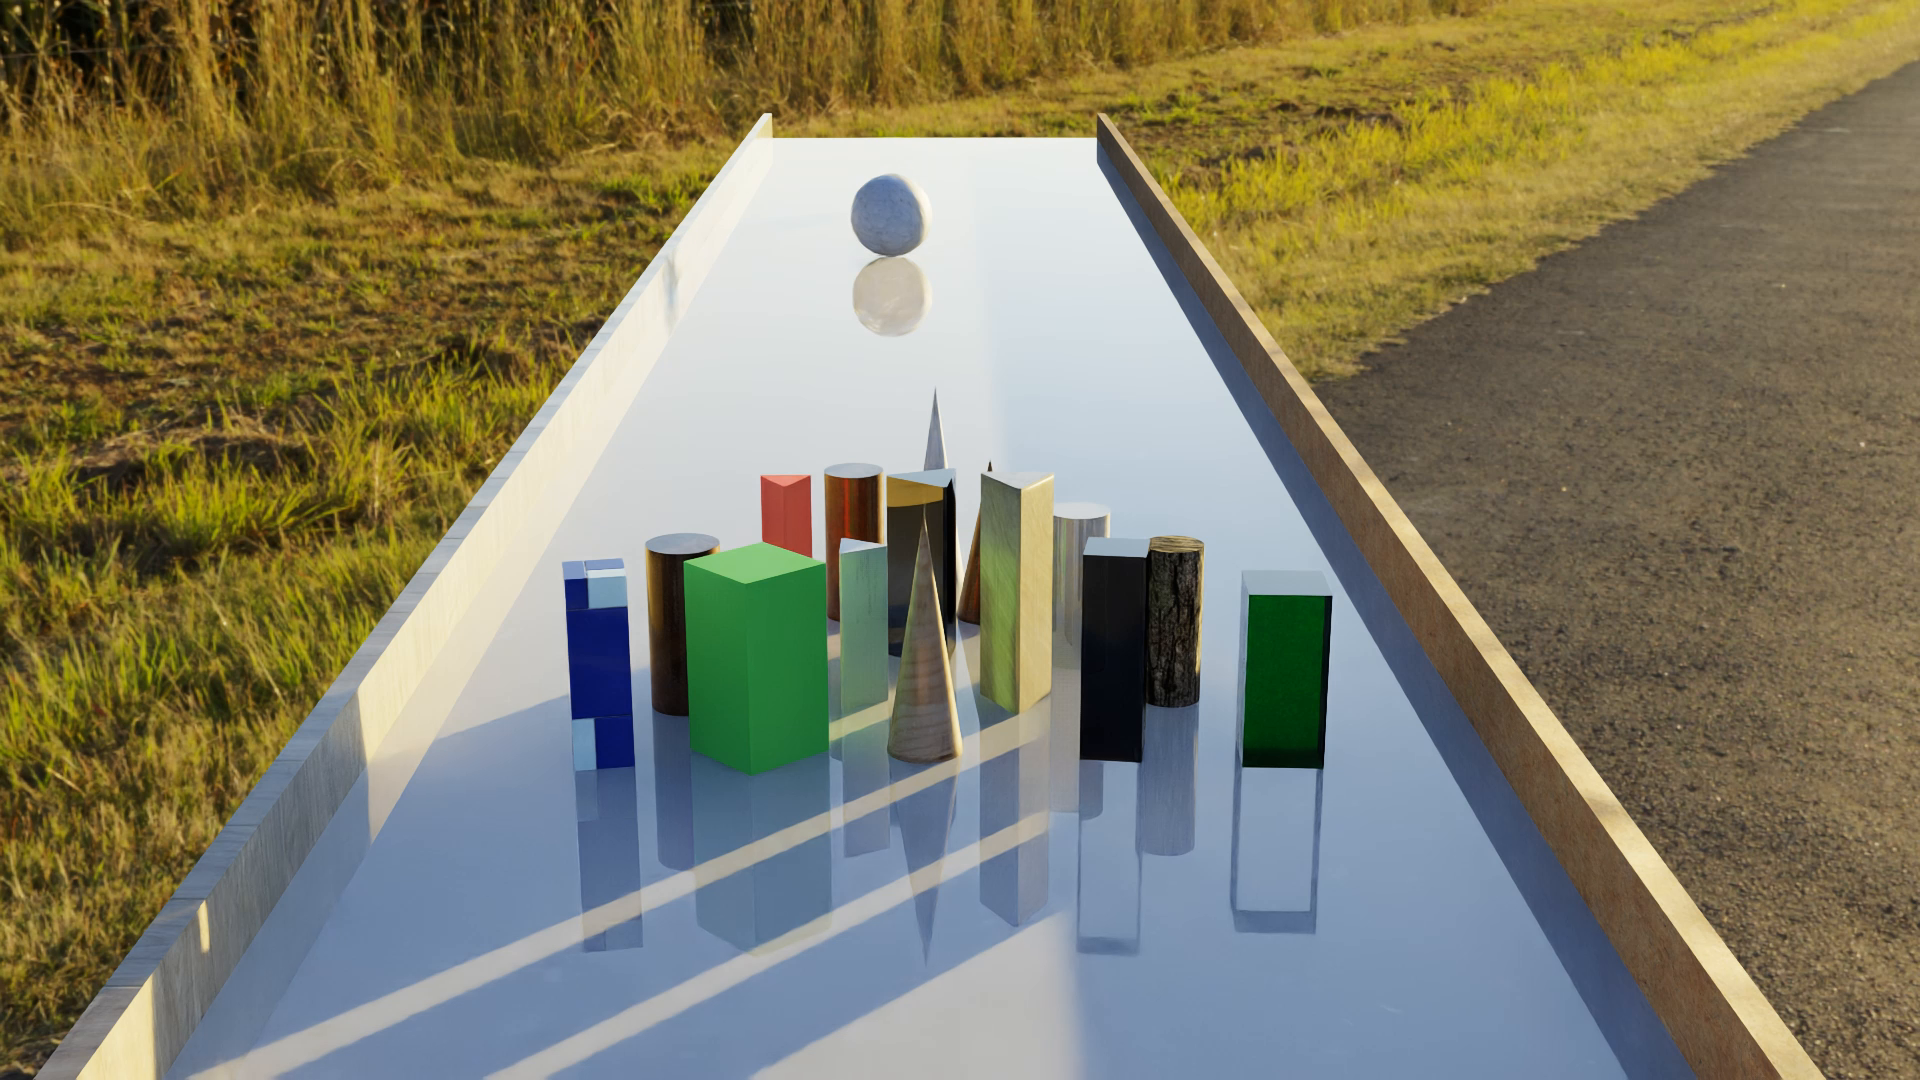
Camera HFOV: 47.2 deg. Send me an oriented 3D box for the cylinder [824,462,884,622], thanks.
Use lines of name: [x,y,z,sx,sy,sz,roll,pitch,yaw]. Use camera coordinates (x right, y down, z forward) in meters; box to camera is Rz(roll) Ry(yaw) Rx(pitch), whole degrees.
cylinder: [-0.222,0.006,4.651,0.125,0.317,0.125,0,17,0]

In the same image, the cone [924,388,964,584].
cone: [-0.053,-0.128,4.874,0.126,0.447,0.126,0,17,0]

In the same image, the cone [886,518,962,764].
cone: [-0.063,0.164,3.897,0.138,0.444,0.138,0,17,0]

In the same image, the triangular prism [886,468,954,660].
triangular prism: [-0.049,0.049,4.406,0.146,0.373,0.127,12,20,35]

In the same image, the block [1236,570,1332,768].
block: [0.572,0.228,3.898,0.143,0.320,0.143,1,17,2]

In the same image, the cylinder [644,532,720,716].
cylinder: [-0.517,0.158,4.138,0.139,0.317,0.139,0,17,0]

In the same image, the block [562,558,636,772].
block: [-0.636,0.219,3.872,0.105,0.353,0.105,-3,17,-12]

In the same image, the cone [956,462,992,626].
cone: [0.063,-0.006,4.639,0.141,0.346,0.141,0,17,0]

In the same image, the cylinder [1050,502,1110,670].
cylinder: [0.234,0.090,4.380,0.124,0.310,0.124,0,17,0]

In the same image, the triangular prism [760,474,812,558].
triangular prism: [-0.332,0.056,4.383,0.085,0.373,0.098,-10,20,-31]

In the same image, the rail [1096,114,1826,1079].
rail: [0.932,-0.844,7.801,0.050,0.150,12.000,0,17,-1]

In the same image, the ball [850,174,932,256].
ball: [-0.287,-1.355,9.182,0.343,0.343,0.343,0,17,0]

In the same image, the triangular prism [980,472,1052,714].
triangular prism: [0.124,0.092,4.146,0.116,0.439,0.133,-9,19,-29]

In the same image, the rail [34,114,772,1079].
rail: [-1.118,-0.838,7.780,0.050,0.150,12.000,0,17,-1]

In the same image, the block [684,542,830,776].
block: [-0.361,0.208,3.911,0.178,0.352,0.178,-15,22,-41]

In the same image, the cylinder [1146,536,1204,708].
cylinder: [0.402,0.154,4.171,0.114,0.306,0.114,0,17,0]

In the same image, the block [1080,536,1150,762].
block: [0.275,0.195,3.904,0.110,0.381,0.110,2,17,8]

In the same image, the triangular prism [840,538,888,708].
triangular prism: [-0.200,0.154,4.170,0.099,0.307,0.086,-9,19,-29]
